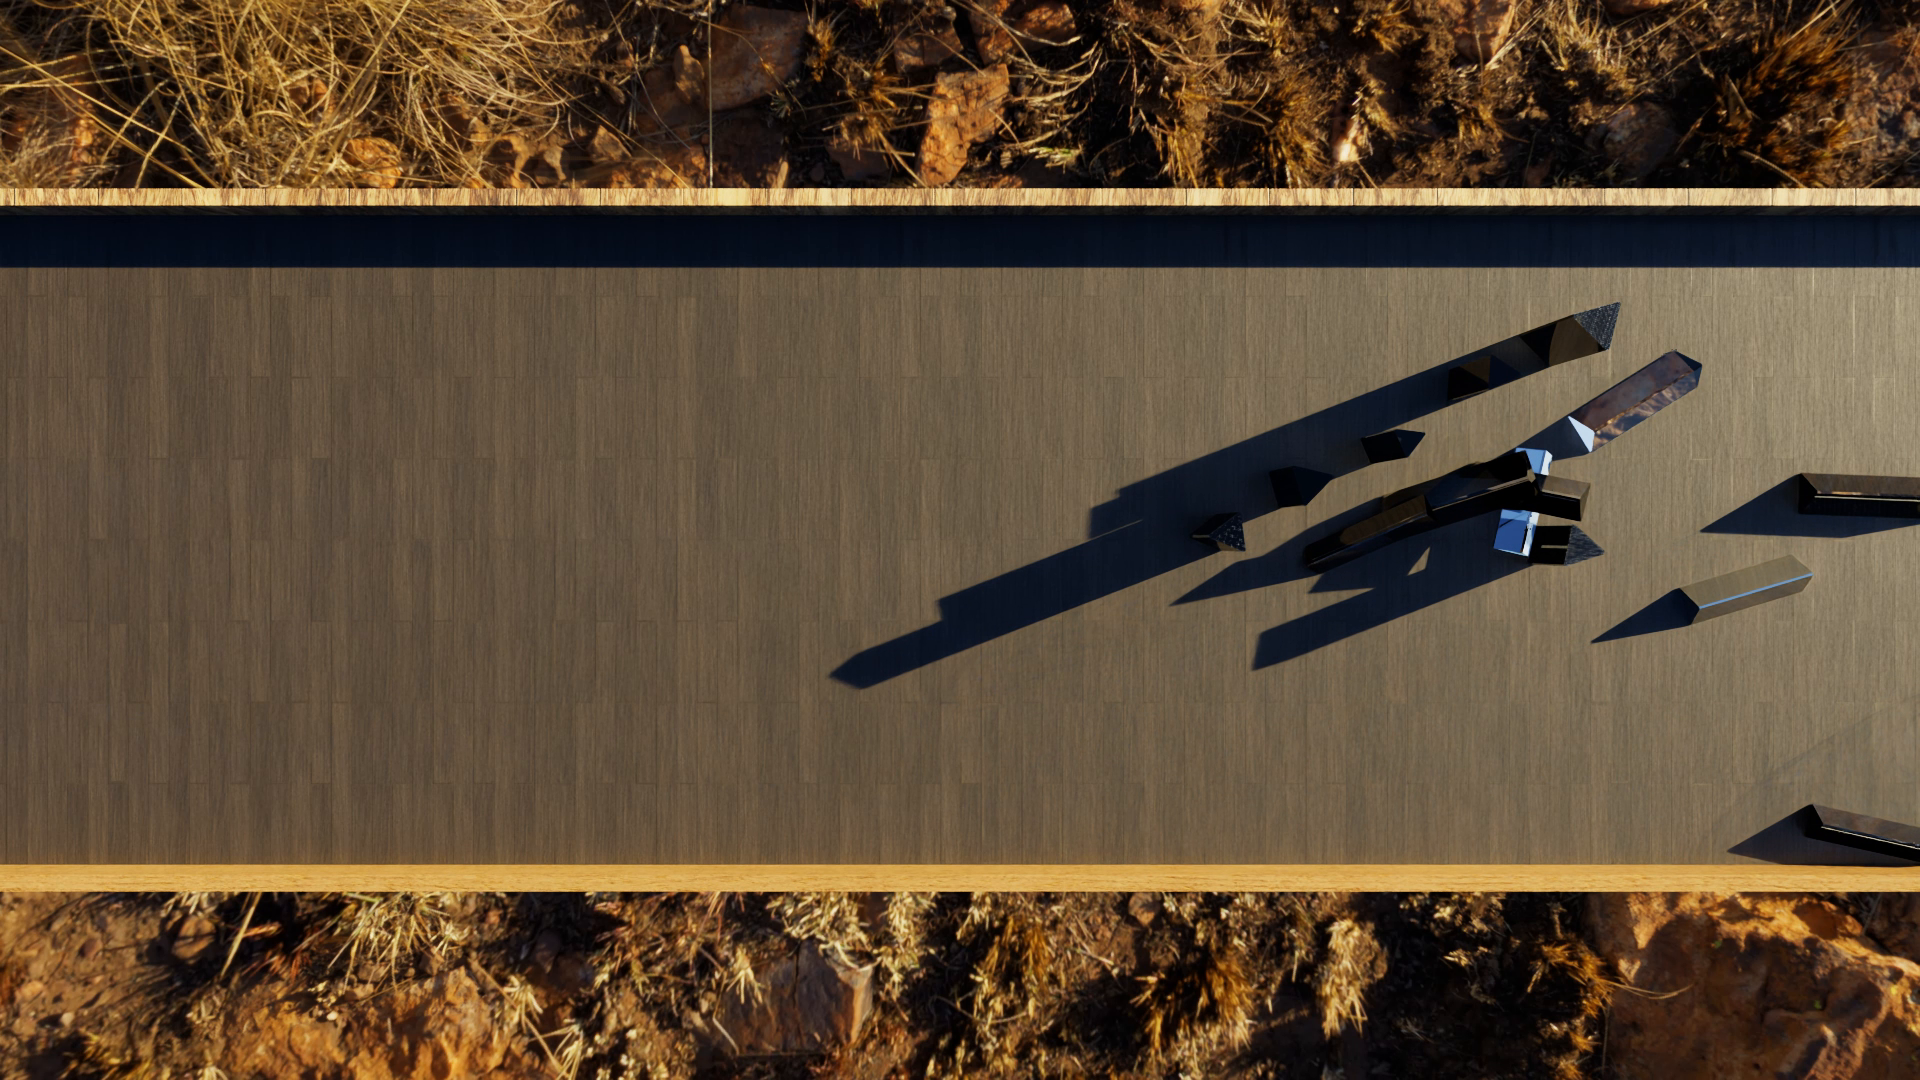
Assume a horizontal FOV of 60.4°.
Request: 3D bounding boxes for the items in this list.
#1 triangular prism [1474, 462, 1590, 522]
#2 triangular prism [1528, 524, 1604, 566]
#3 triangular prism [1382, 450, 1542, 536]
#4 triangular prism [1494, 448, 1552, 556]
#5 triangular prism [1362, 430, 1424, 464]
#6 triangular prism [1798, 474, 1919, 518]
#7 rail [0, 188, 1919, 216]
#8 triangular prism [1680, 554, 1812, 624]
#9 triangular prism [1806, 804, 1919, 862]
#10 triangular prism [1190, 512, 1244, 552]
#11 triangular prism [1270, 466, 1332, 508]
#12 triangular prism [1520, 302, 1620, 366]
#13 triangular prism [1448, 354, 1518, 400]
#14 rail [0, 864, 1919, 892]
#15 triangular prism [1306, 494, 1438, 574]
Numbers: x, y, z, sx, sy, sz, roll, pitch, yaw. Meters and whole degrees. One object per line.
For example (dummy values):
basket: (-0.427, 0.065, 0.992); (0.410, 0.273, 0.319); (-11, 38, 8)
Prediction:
triangular prism: (1.691, -0.154, 4.942); (0.343, 0.100, 0.115); (15, 90, 31)
triangular prism: (1.791, 0.005, 4.924); (0.121, 0.304, 0.105); (-18, 90, 0)
triangular prism: (1.481, -0.125, 4.916); (0.442, 0.124, 0.143); (-19, 90, 28)
triangular prism: (1.731, -0.117, 5.026); (0.111, 0.096, 0.318); (13, 90, 0)
triangular prism: (1.264, -0.291, 4.876); (0.075, 0.400, 0.087); (37, 90, 0)
triangular prism: (2.802, -0.135, 5.020); (0.440, 0.108, 0.124); (2, 90, 0)
rail: (-2.247, -1.025, 5.002); (12.000, 0.150, 0.050); (0, 90, 0)
triangular prism: (2.401, 0.153, 5.023); (0.358, 0.101, 0.117); (-17, 90, 0)
triangular prism: (2.803, 0.904, 5.030); (0.396, 0.088, 0.102); (12, 90, 0)
triangular prism: (0.775, -0.034, 4.878); (0.112, 0.396, 0.097); (22, 90, 0)
triangular prism: (0.988, -0.175, 4.894); (0.102, 0.366, 0.118); (44, 90, 0)
triangular prism: (1.812, -0.624, 4.855); (0.138, 0.444, 0.120); (45, 90, 0)
triangular prism: (1.527, -0.488, 4.879); (0.099, 0.396, 0.086); (-26, 90, 0)
rail: (-2.247, 1.025, 5.001); (12.000, 0.150, 0.050); (0, 90, 0)
triangular prism: (1.225, -0.007, 4.946); (0.394, 0.082, 0.095); (-26, 90, 28)
